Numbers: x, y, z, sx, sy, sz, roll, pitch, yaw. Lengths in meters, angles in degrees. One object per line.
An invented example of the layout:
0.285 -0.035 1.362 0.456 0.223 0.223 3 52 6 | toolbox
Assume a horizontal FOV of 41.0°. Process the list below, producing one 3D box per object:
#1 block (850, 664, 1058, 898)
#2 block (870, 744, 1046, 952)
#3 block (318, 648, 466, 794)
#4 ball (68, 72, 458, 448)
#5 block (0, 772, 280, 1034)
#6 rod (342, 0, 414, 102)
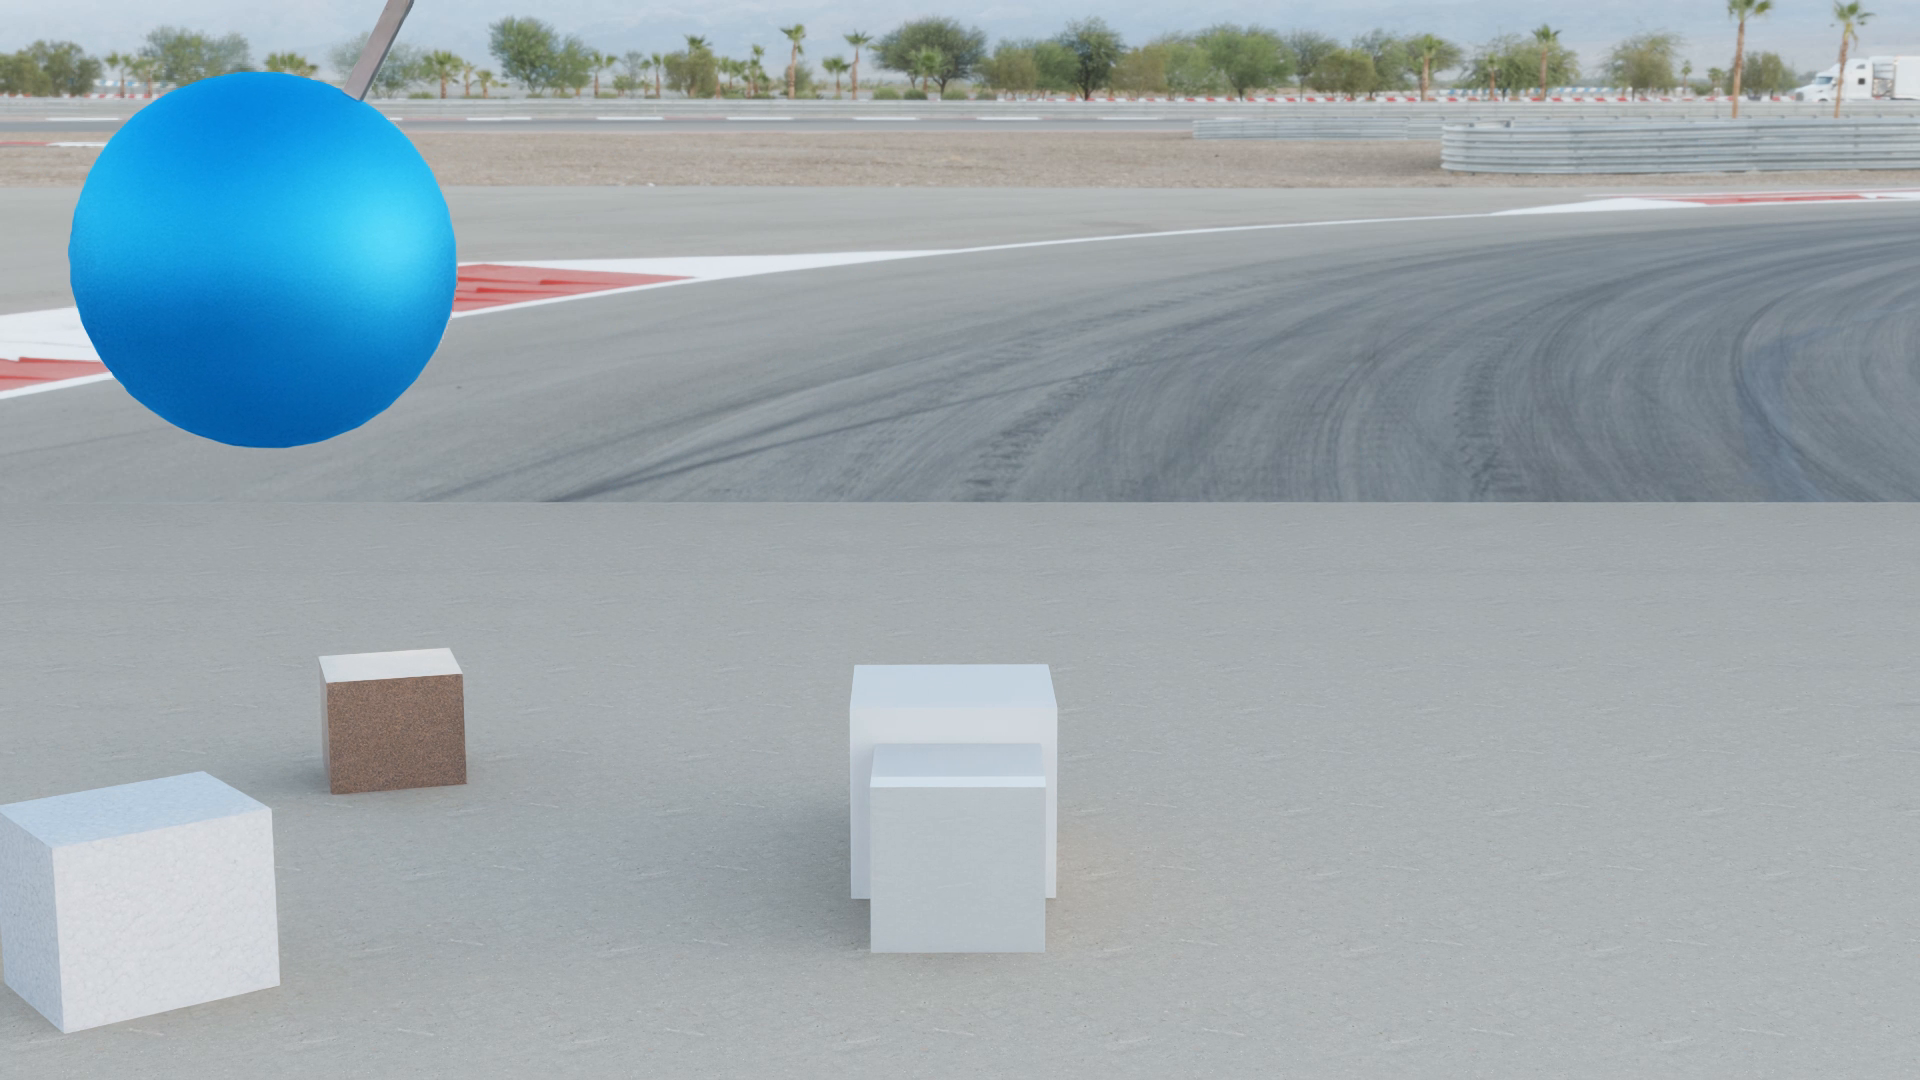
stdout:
-0.033 1.058 11.390 0.883 0.844 0.814 0 10 -1 | block
-0.008 1.268 10.654 0.705 0.693 0.676 0 10 0 | block
-2.875 0.908 12.981 0.660 0.568 0.603 -3 11 -17 | block
-2.963 -1.190 10.964 1.600 1.600 1.600 0 10 0 | ball
-3.195 1.384 9.959 0.840 0.714 0.685 -8 13 -37 | block
-1.284 -4.099 10.435 0.080 5.200 0.080 29 9 -5 | rod
